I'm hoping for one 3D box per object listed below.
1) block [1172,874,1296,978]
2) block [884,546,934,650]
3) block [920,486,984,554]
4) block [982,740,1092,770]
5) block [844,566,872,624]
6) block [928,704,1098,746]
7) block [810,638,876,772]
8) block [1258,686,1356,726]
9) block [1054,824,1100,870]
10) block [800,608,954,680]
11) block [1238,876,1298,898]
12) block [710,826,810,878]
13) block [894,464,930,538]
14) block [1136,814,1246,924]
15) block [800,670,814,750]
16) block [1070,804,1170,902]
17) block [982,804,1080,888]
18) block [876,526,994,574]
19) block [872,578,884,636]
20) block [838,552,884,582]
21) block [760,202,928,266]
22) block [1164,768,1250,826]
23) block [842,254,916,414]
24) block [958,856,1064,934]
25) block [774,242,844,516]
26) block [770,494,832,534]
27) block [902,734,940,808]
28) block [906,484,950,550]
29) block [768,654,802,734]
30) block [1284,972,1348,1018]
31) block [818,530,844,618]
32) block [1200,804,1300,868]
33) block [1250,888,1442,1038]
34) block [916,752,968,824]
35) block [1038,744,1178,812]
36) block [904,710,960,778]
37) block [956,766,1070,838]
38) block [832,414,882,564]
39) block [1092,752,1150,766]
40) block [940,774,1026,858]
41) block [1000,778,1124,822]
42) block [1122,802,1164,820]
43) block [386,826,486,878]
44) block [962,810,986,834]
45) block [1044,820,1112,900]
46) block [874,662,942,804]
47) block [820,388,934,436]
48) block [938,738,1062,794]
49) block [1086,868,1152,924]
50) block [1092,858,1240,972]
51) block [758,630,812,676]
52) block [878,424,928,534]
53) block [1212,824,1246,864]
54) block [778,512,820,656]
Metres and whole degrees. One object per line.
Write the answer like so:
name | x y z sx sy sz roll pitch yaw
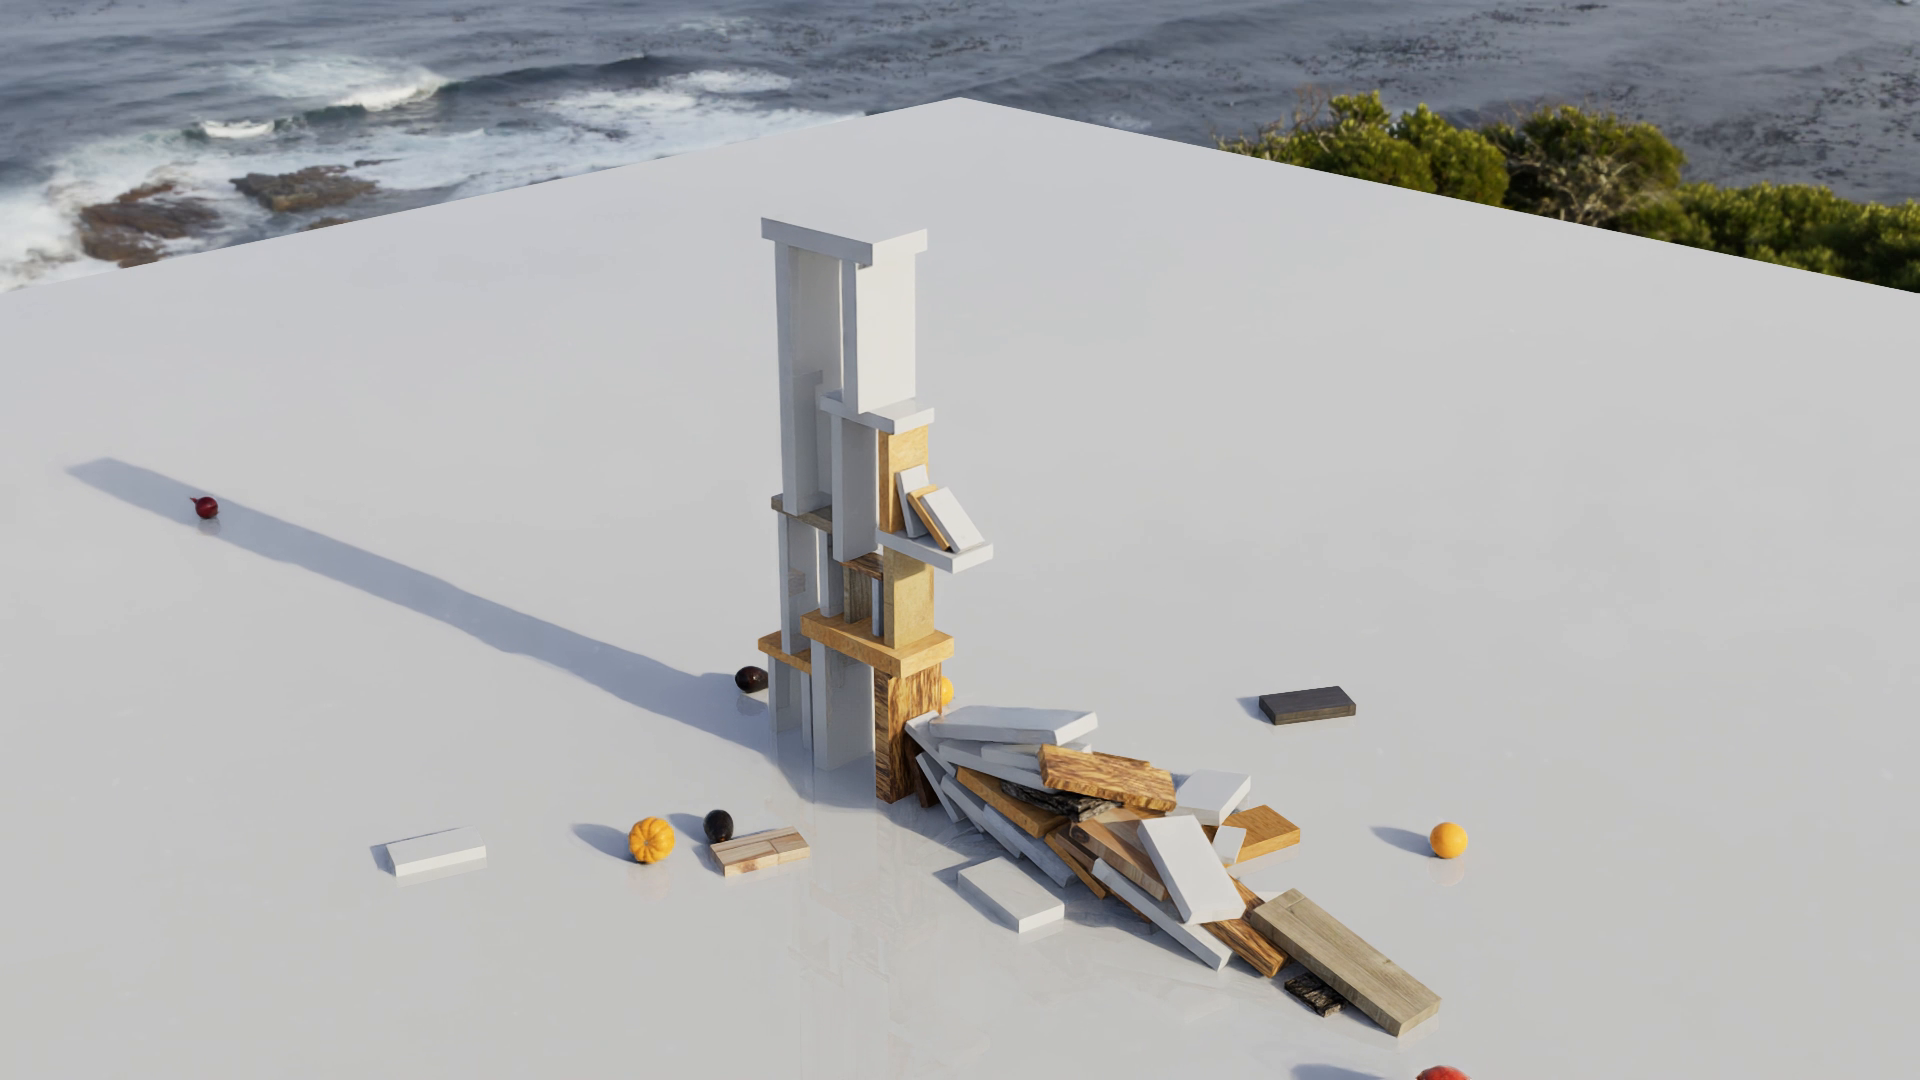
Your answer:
block | 0.512 0.690 3.991 0.117 0.033 0.234 -21 46 -41
block | -0.102 0.099 4.381 0.108 0.217 0.031 -21 31 -40
block | -0.016 -0.037 4.223 0.065 0.018 0.130 -21 70 -41
block | 0.147 0.410 4.246 0.190 0.027 0.095 6 20 32
block | -0.208 0.103 4.488 0.018 0.126 0.063 21 31 40
block | 0.100 0.361 4.305 0.108 0.031 0.379 -21 12 -38
block | -0.240 0.324 4.617 0.042 0.297 0.148 21 31 40
block | 0.768 0.366 4.864 0.190 0.027 0.095 -6 24 -14
block | 0.268 0.593 4.165 0.165 0.023 0.082 35 39 30
block | -0.170 0.195 4.487 0.297 0.042 0.148 21 31 40
block | 0.586 0.661 4.183 0.105 0.015 0.053 0 23 0
block | -0.391 0.608 4.296 0.175 0.025 0.087 -10 25 -23
block | -0.084 -0.076 4.271 0.065 0.130 0.018 -21 14 -41
block | 0.420 0.599 4.012 0.113 0.032 0.226 -2 41 -25
block | -0.294 0.351 4.700 0.091 0.183 0.026 -21 31 -41
block | 0.329 0.576 4.093 0.117 0.033 0.234 -21 41 -40
block | 0.164 0.574 4.278 0.114 0.032 0.229 -22 49 -41
block | -0.051 0.006 4.284 0.108 0.031 0.217 -21 31 -40
block | -0.148 0.126 4.434 0.018 0.126 0.063 22 31 40
block | -0.179 0.048 4.433 0.126 0.018 0.063 21 31 40
block | -0.223 -0.587 4.209 0.298 0.042 0.149 19 30 38
block | 0.502 0.519 4.446 0.112 0.032 0.225 5 15 22
block | -0.155 -0.404 4.214 0.149 0.298 0.042 -21 31 -40
block | 0.095 0.668 4.150 0.102 0.029 0.204 -14 27 -30
block | -0.291 -0.335 4.394 0.149 0.567 0.042 -21 31 -40
block | -0.289 -0.063 4.515 0.096 0.027 0.192 -21 31 -40
block | -0.063 0.459 4.484 0.077 0.155 0.022 -21 10 -40
block | -0.040 -0.044 4.238 0.065 0.018 0.131 -21 70 -41
block | -0.371 0.321 4.770 0.091 0.183 0.026 -19 31 -38
block | 0.624 0.798 3.860 0.053 0.015 0.105 -14 27 -30
block | -0.244 0.055 4.517 0.096 0.192 0.027 -21 31 -40
block | 0.546 0.588 4.335 0.225 0.032 0.112 -13 26 -28
block | 0.678 0.743 3.885 0.112 0.032 0.345 -19 41 -38
block | -0.019 0.489 4.449 0.077 0.022 0.155 -21 75 -40
block | 0.278 0.449 4.144 0.266 0.025 0.087 14 36 -18
block | -0.033 0.410 4.432 0.077 0.022 0.155 -20 51 -40
block | 0.114 0.494 4.307 0.114 0.032 0.229 -20 39 -39
block | -0.207 -0.116 4.395 0.030 0.314 0.105 22 32 40
block | 0.282 0.472 4.551 0.204 0.029 0.102 6 17 42
block | 0.080 0.529 4.365 0.114 0.032 0.229 -22 50 -41
block | 0.195 0.480 4.216 0.113 0.032 0.226 -18 21 -36
block | 0.333 0.541 4.449 0.102 0.029 0.204 -10 25 -23
block | -1.024 0.607 4.298 0.175 0.025 0.087 -11 25 -23
block | 0.033 0.542 4.411 0.046 0.013 0.093 -21 60 -40
block | 0.247 0.609 4.211 0.082 0.023 0.165 -22 55 -41
block | -0.105 0.376 4.494 0.149 0.297 0.042 -21 31 -40
block | -0.163 -0.257 4.285 0.211 0.030 0.105 21 31 40
block | 0.107 0.429 4.299 0.113 0.032 0.310 -21 23 -41
block | 0.326 0.650 4.144 0.082 0.023 0.165 -21 47 -41
block | 0.396 0.666 4.047 0.307 0.033 0.117 35 39 30
block | -0.338 0.237 4.700 0.091 0.026 0.183 -21 31 -41
block | -0.110 -0.127 4.287 0.030 0.211 0.105 21 31 40
block | 0.518 0.591 4.267 0.053 0.015 0.115 7 24 16
block | -0.334 0.079 4.627 0.027 0.322 0.096 21 31 40
